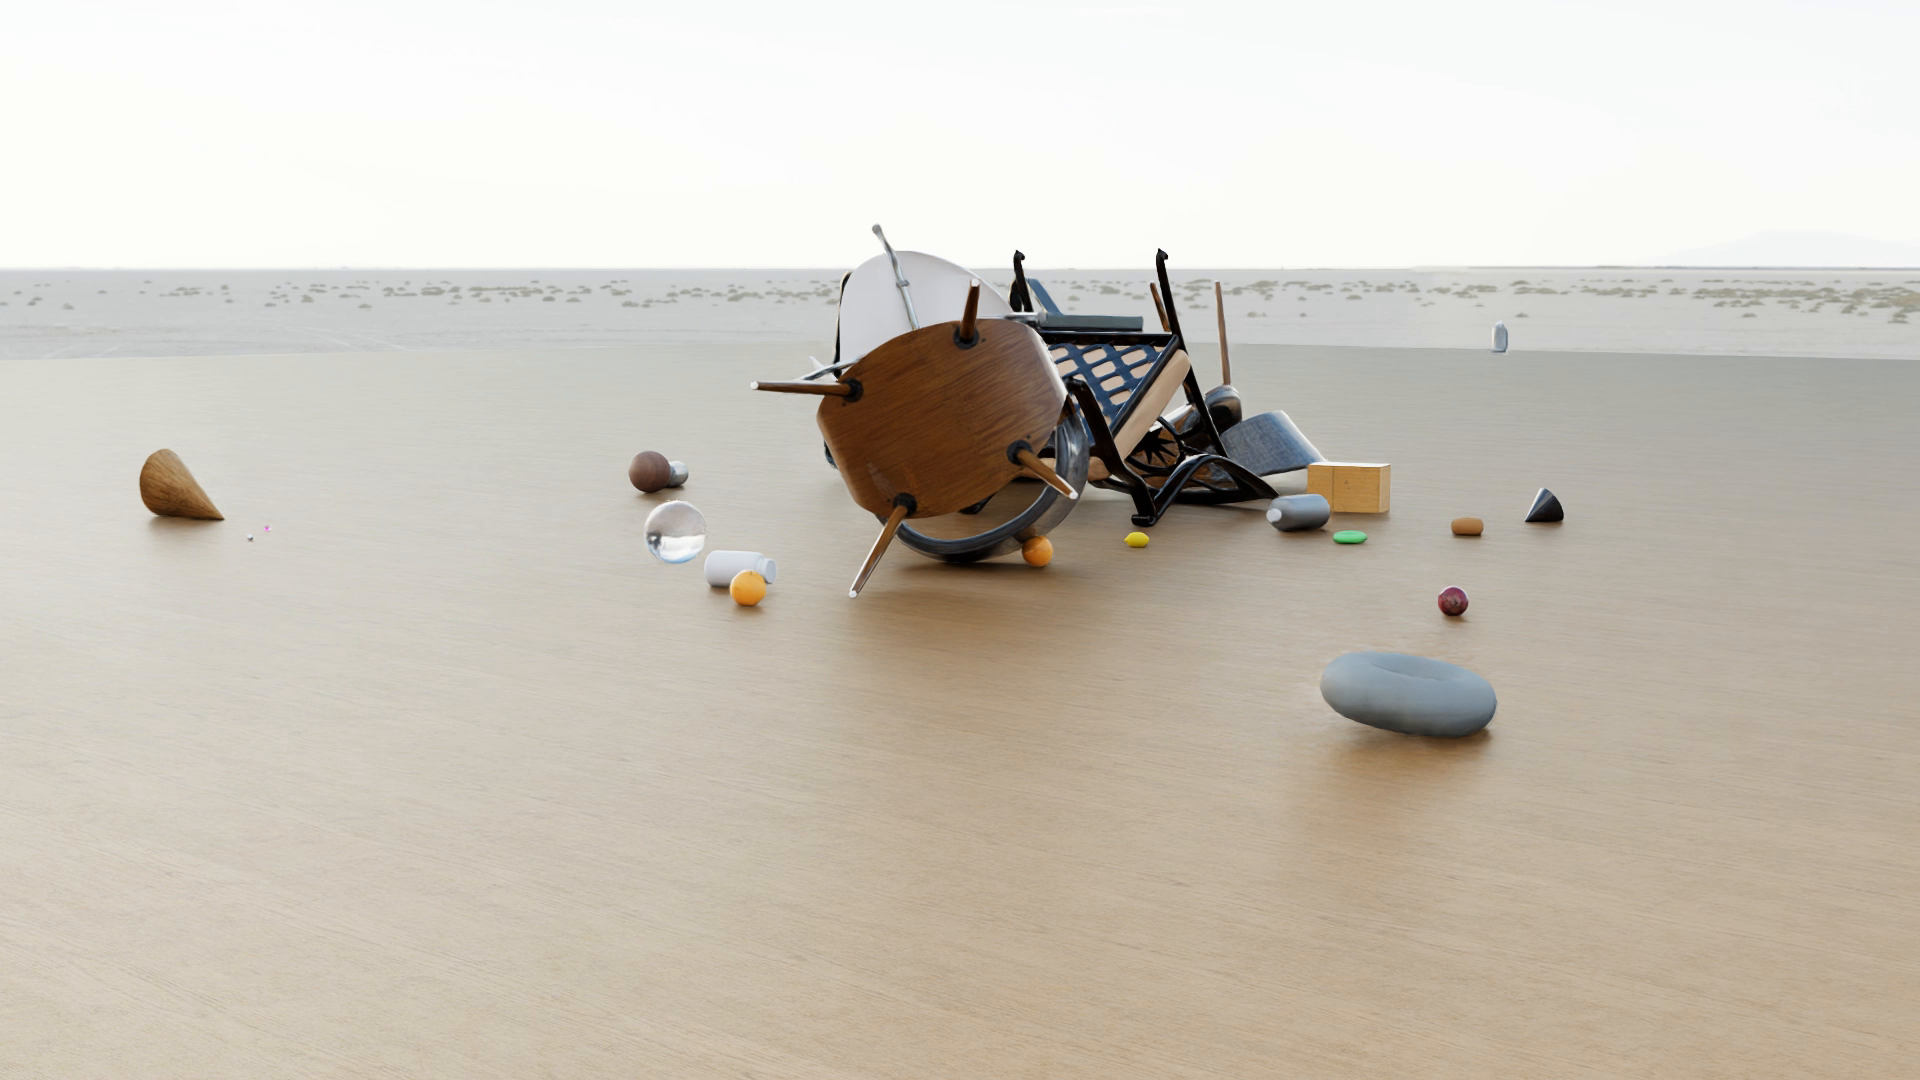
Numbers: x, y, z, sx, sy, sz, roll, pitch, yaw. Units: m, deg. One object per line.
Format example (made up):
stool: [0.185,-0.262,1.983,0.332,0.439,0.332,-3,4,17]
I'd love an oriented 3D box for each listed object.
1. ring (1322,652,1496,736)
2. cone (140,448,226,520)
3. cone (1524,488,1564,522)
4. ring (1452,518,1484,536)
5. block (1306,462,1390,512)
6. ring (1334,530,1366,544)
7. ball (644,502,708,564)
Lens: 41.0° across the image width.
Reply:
ring: [0.651,0.222,3.717,0.233,0.080,0.349,16,9,33]
cone: [-2.082,-0.106,6.976,0.249,0.228,0.153,28,54,24]
cone: [1.552,-0.072,6.892,0.094,0.103,0.096,-32,6,-14]
ring: [1.295,-0.035,6.545,0.080,0.042,0.087,-4,5,-22]
block: [1.096,-0.149,7.229,0.209,0.129,0.112,3,6,25]
ring: [0.967,-0.006,6.363,0.082,0.023,0.136,3,7,17]
ball: [-0.651,-0.017,5.871,0.144,0.144,0.144,0,6,0]
